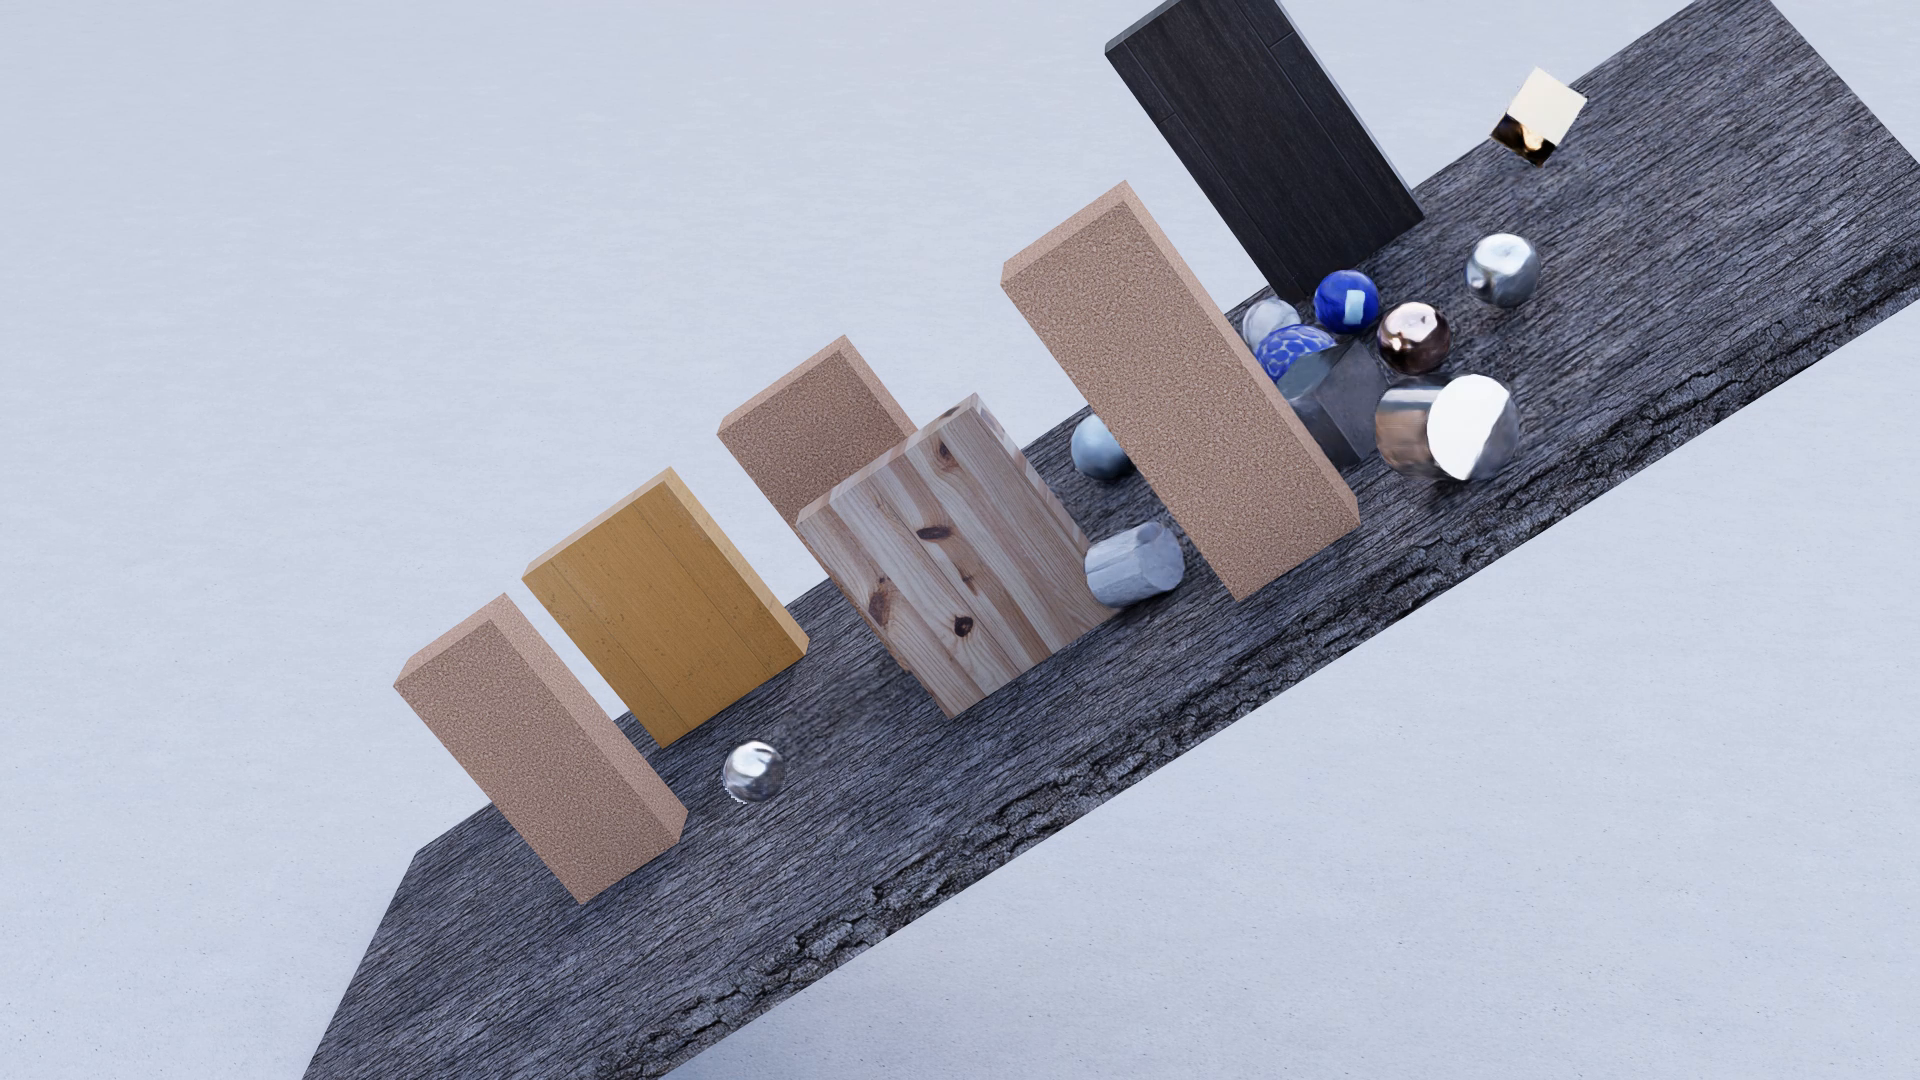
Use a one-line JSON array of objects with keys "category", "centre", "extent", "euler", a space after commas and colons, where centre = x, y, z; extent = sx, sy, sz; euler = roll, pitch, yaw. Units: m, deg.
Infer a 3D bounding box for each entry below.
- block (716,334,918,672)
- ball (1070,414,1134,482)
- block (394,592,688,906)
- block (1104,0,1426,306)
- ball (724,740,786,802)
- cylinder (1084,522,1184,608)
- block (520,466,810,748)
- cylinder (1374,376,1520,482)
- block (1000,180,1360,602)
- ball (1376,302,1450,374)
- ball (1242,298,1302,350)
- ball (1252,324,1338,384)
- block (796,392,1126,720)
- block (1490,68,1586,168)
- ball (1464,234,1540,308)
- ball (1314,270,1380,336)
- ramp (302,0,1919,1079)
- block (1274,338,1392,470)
[{"category": "block", "centre": [-0.181, -0.074, 6.282], "extent": [0.327, 0.669, 0.107], "euler": [-33, 16, 16]}, {"category": "ball", "centre": [0.323, -0.206, 6.504], "extent": [0.155, 0.155, 0.155], "euler": [0, 22, 0]}, {"category": "block", "centre": [-0.911, 0.459, 6.427], "extent": [0.276, 0.646, 0.146], "euler": [-33, 16, 16]}, {"category": "block", "centre": [0.692, -0.927, 6.665], "extent": [0.375, 0.730, 0.108], "euler": [-33, 16, 16]}, {"category": "ball", "centre": [-0.436, 0.492, 6.242], "extent": [0.132, 0.132, 0.132], "euler": [0, 22, 0]}, {"category": "cylinder", "centre": [0.341, 0.050, 5.758], "extent": [0.138, 0.138, 0.138], "euler": [-23, 1, 44]}, {"category": "block", "centre": [-0.698, 0.164, 6.994], "extent": [0.435, 0.541, 0.097], "euler": [-33, 16, 16]}, {"category": "cylinder", "centre": [0.862, -0.200, 5.212], "extent": [0.186, 0.186, 0.186], "euler": [-9, 6, -21]}, {"category": "block", "centre": [0.406, -0.267, 5.375], "extent": [0.271, 0.749, 0.141], "euler": [-33, 16, 16]}, {"category": "ball", "centre": [0.894, -0.398, 5.801], "extent": [0.145, 0.145, 0.145], "euler": [0, 22, 0]}, {"category": "ball", "centre": [0.688, -0.467, 6.487], "extent": [0.130, 0.130, 0.130], "euler": [0, 22, 0]}, {"category": "ball", "centre": [0.687, -0.338, 5.982], "extent": [0.202, 0.202, 0.202], "euler": [0, 22, 0]}, {"category": "block", "centre": [0.005, 0.036, 5.843], "extent": [0.435, 0.514, 0.085], "euler": [-33, 16, 16]}, {"category": "block", "centre": [1.078, -0.787, 5.487], "extent": [0.113, 0.113, 0.113], "euler": [34, -15, 3]}, {"category": "ball", "centre": [1.067, -0.530, 5.786], "extent": [0.148, 0.148, 0.148], "euler": [0, 22, 0]}, {"category": "ball", "centre": [0.825, -0.507, 6.277], "extent": [0.140, 0.140, 0.140], "euler": [0, 22, 0]}, {"category": "ramp", "centre": [0.132, 0.177, 6.315], "extent": [4.000, 0.100, 2.000], "euler": [-33, 16, 16]}, {"category": "block", "centre": [0.720, -0.254, 5.721], "extent": [0.174, 0.174, 0.174], "euler": [-16, 26, 53]}]
